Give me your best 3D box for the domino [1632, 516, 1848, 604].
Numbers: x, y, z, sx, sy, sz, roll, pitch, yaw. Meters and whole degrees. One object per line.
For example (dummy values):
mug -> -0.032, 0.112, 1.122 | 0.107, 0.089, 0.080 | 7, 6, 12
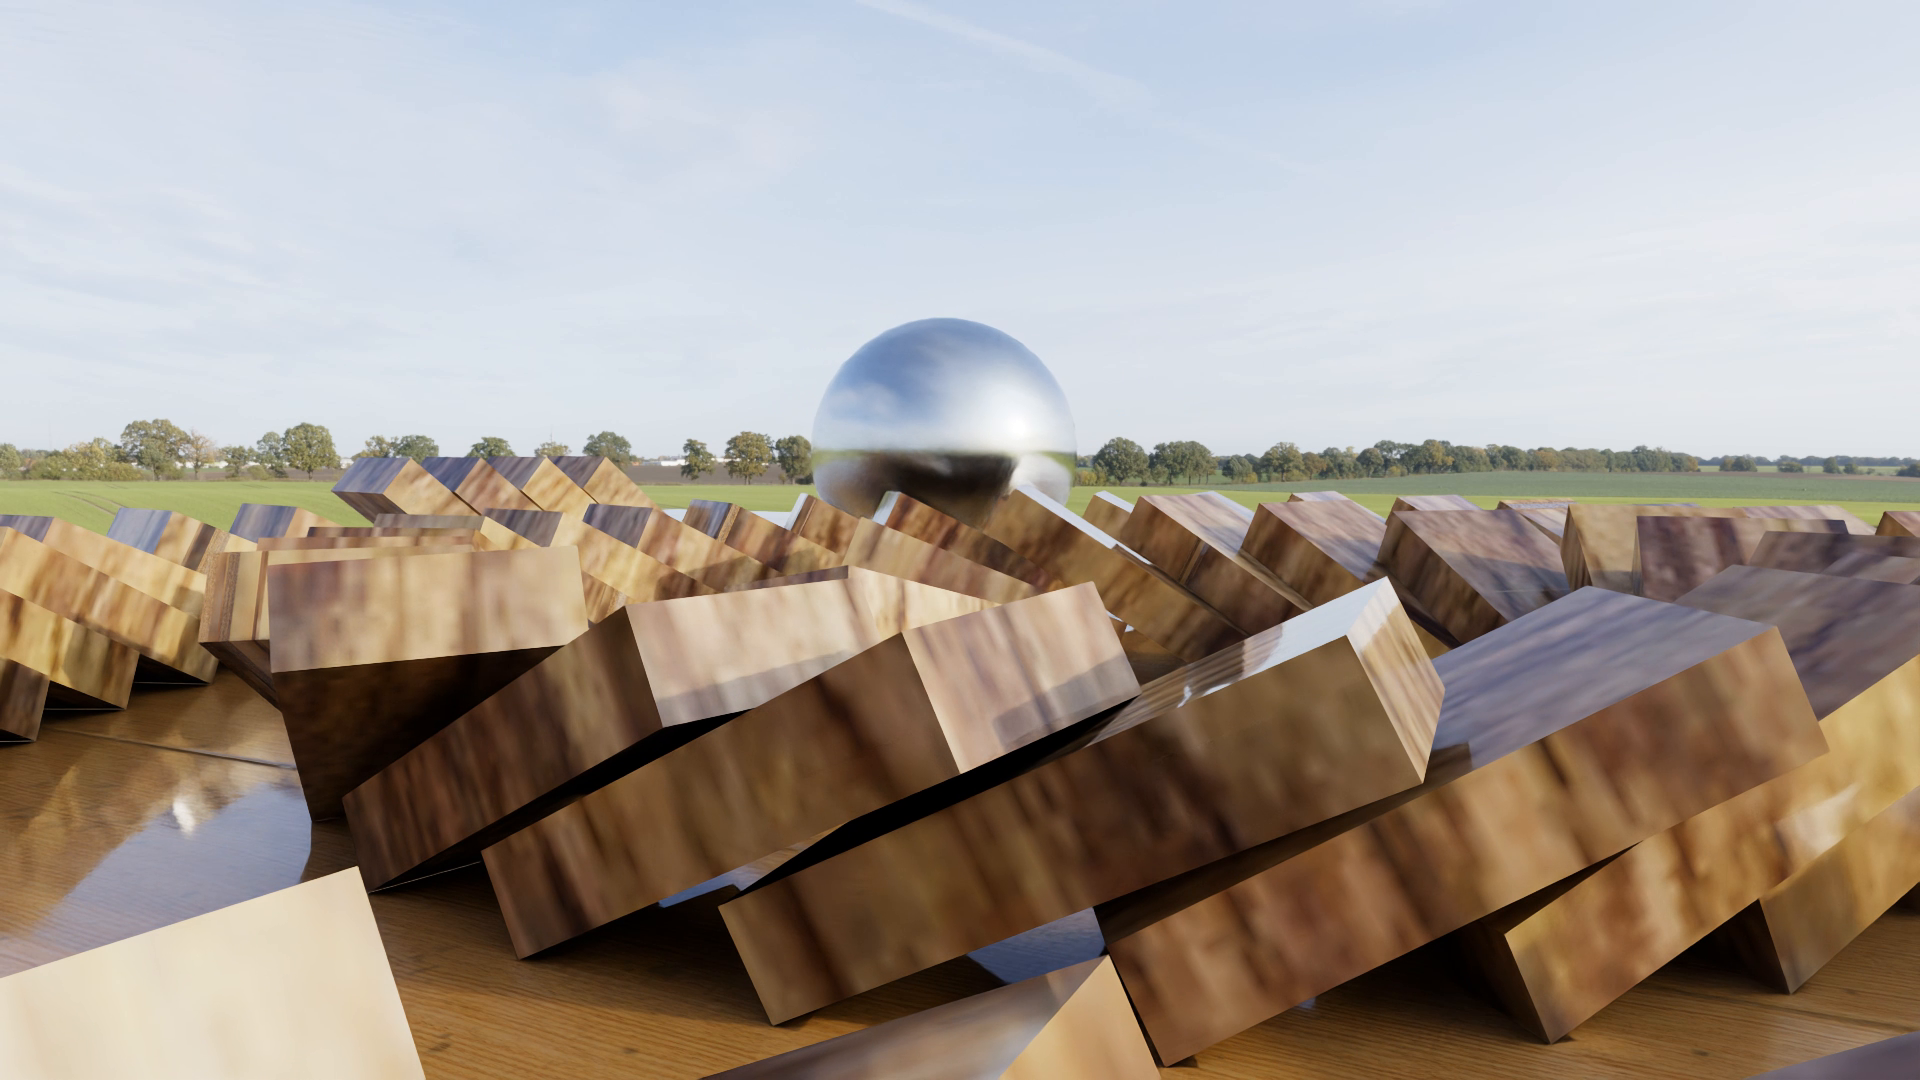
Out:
domino -> 0.101, 0.014, 0.162 | 0.025, 0.009, 0.050 | 2, 33, 24

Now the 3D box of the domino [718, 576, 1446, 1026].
domino -> 0.009, 0.019, 0.096 | 0.050, 0.010, 0.025 | -28, -5, 24

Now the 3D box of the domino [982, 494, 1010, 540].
domino -> 0.031, 0.004, 0.309 | 0.050, 0.009, 0.025 | 26, 7, 4

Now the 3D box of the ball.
ball -> -0.005, -0.026, 0.386 | 0.080, 0.080, 0.080 | 0, 4, 0

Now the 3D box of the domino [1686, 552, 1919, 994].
domino -> 0.079, 0.018, 0.117 | 0.050, 0.010, 0.025 | -29, 14, -17

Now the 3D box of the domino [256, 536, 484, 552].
domino -> -0.072, 0.014, 0.174 | 0.025, 0.009, 0.050 | 0, -23, -3

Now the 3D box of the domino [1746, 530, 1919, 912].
domino -> 0.094, 0.016, 0.137 | 0.025, 0.009, 0.050 | 4, 34, 46

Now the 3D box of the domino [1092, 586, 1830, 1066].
domino -> 0.034, 0.020, 0.099 | 0.050, 0.009, 0.025 | -26, 4, 1

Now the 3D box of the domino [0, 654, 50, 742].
domino -> -0.143, 0.016, 0.161 | 0.025, 0.010, 0.050 | 0, -21, -4

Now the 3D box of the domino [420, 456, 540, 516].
domino -> -0.102, 0.000, 0.297 | 0.025, 0.010, 0.050 | 4, -35, 41

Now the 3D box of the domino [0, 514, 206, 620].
domino -> -0.148, 0.010, 0.234 | 0.025, 0.009, 0.050 | 2, -21, 30

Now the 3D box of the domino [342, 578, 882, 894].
domino -> -0.033, 0.018, 0.117 | 0.050, 0.009, 0.025 | -30, -15, 36

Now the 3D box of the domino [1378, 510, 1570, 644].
domino -> 0.093, 0.012, 0.209 | 0.025, 0.009, 0.050 | -1, 31, -15

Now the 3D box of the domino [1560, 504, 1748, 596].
domino -> 0.104, 0.012, 0.184 | 0.025, 0.010, 0.050 | 2, 34, 14

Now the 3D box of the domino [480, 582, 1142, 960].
domino -> -0.013, 0.019, 0.103 | 0.050, 0.009, 0.025 | -29, -11, 33

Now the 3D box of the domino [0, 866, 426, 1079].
domino -> -0.042, 0.025, 0.039 | 0.050, 0.009, 0.025 | -27, -9, 29

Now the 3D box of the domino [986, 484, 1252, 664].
domino -> 0.030, 0.007, 0.237 | 0.050, 0.009, 0.025 | 33, 8, 4

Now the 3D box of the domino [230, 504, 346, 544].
domino -> -0.125, 0.007, 0.273 | 0.025, 0.010, 0.050 | 3, -20, 39

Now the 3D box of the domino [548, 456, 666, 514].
domino -> -0.080, -0.001, 0.318 | 0.025, 0.010, 0.050 | 4, -35, 41

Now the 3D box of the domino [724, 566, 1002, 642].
domino -> -0.010, 0.015, 0.200 | 0.025, 0.009, 0.050 | -10, -17, 37

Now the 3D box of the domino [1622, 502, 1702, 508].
domino -> 0.152, 0.009, 0.248 | 0.025, 0.010, 0.050 | -2, 30, -24

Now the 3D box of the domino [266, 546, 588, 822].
domino -> -0.054, 0.016, 0.131 | 0.025, 0.010, 0.050 | -4, -23, -25

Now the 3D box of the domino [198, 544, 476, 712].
domino -> -0.066, 0.015, 0.152 | 0.025, 0.010, 0.050 | -2, -23, -10

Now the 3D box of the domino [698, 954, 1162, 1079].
domino -> -0.020, 0.025, 0.030 | 0.050, 0.010, 0.025 | -26, -7, 25

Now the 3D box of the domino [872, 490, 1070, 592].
domino -> 0.004, 0.004, 0.303 | 0.050, 0.009, 0.025 | 26, -2, -11

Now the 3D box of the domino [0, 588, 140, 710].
domino -> -0.146, 0.014, 0.184 | 0.025, 0.009, 0.050 | 0, -21, 0

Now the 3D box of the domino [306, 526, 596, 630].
domino -> -0.075, 0.012, 0.198 | 0.025, 0.009, 0.050 | 1, -22, 9

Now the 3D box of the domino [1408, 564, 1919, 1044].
domino -> 0.058, 0.019, 0.107 | 0.050, 0.009, 0.025 | -28, 11, -12

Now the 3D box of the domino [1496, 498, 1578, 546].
domino -> 0.138, 0.007, 0.267 | 0.025, 0.010, 0.050 | -3, 31, -31

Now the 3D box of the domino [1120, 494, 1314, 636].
domino -> 0.057, 0.008, 0.242 | 0.025, 0.009, 0.050 | -3, 34, -46

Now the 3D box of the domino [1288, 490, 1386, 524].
domino -> 0.101, 0.005, 0.298 | 0.050, 0.009, 0.025 | 35, 24, 32

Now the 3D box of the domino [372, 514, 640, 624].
domino -> -0.074, 0.010, 0.223 | 0.025, 0.010, 0.050 | 2, -22, 28

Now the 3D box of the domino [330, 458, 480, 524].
domino -> -0.113, 0.001, 0.287 | 0.025, 0.009, 0.050 | 4, -35, 41

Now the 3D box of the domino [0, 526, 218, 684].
domino -> -0.147, 0.012, 0.207 | 0.025, 0.009, 0.050 | 0, -22, 6

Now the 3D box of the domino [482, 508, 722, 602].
domino -> -0.065, 0.009, 0.244 | 0.025, 0.009, 0.050 | 3, -21, 39

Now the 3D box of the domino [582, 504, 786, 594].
domino -> -0.051, 0.008, 0.263 | 0.025, 0.009, 0.050 | 5, -20, 47

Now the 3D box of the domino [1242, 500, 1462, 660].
domino -> 0.077, 0.010, 0.228 | 0.025, 0.009, 0.050 | -3, 33, -33

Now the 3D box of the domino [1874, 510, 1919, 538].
domino -> 0.173, 0.012, 0.205 | 0.025, 0.010, 0.050 | 0, 31, 1

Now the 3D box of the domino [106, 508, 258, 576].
domino -> -0.139, 0.008, 0.256 | 0.025, 0.010, 0.050 | 3, -21, 38

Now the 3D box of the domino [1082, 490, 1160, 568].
domino -> 0.054, 0.004, 0.308 | 0.050, 0.010, 0.025 | 28, 9, 9

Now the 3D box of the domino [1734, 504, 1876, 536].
domino -> 0.164, 0.010, 0.228 | 0.025, 0.009, 0.050 | -1, 31, -15

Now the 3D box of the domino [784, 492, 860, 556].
domino -> -0.016, 0.005, 0.298 | 0.050, 0.010, 0.025 | 26, -2, -11

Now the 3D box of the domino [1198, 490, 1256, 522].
domino -> 0.077, 0.004, 0.305 | 0.050, 0.009, 0.025 | 30, 15, 19

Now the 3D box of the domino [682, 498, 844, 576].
domino -> -0.035, 0.006, 0.281 | 0.050, 0.010, 0.025 | 28, -10, -29

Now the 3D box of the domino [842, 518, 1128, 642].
domino -> 0.003, 0.010, 0.234 | 0.050, 0.009, 0.025 | 22, -3, -4

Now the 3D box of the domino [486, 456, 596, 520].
domino -> -0.091, 0.000, 0.308 | 0.025, 0.009, 0.050 | 4, -35, 41

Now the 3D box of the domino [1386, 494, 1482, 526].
domino -> 0.122, 0.006, 0.284 | 0.025, 0.009, 0.050 | -3, 31, -38

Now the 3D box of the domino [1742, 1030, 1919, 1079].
domino -> 0.003, 0.026, 0.025 | 0.050, 0.010, 0.025 | -26, -3, 17
